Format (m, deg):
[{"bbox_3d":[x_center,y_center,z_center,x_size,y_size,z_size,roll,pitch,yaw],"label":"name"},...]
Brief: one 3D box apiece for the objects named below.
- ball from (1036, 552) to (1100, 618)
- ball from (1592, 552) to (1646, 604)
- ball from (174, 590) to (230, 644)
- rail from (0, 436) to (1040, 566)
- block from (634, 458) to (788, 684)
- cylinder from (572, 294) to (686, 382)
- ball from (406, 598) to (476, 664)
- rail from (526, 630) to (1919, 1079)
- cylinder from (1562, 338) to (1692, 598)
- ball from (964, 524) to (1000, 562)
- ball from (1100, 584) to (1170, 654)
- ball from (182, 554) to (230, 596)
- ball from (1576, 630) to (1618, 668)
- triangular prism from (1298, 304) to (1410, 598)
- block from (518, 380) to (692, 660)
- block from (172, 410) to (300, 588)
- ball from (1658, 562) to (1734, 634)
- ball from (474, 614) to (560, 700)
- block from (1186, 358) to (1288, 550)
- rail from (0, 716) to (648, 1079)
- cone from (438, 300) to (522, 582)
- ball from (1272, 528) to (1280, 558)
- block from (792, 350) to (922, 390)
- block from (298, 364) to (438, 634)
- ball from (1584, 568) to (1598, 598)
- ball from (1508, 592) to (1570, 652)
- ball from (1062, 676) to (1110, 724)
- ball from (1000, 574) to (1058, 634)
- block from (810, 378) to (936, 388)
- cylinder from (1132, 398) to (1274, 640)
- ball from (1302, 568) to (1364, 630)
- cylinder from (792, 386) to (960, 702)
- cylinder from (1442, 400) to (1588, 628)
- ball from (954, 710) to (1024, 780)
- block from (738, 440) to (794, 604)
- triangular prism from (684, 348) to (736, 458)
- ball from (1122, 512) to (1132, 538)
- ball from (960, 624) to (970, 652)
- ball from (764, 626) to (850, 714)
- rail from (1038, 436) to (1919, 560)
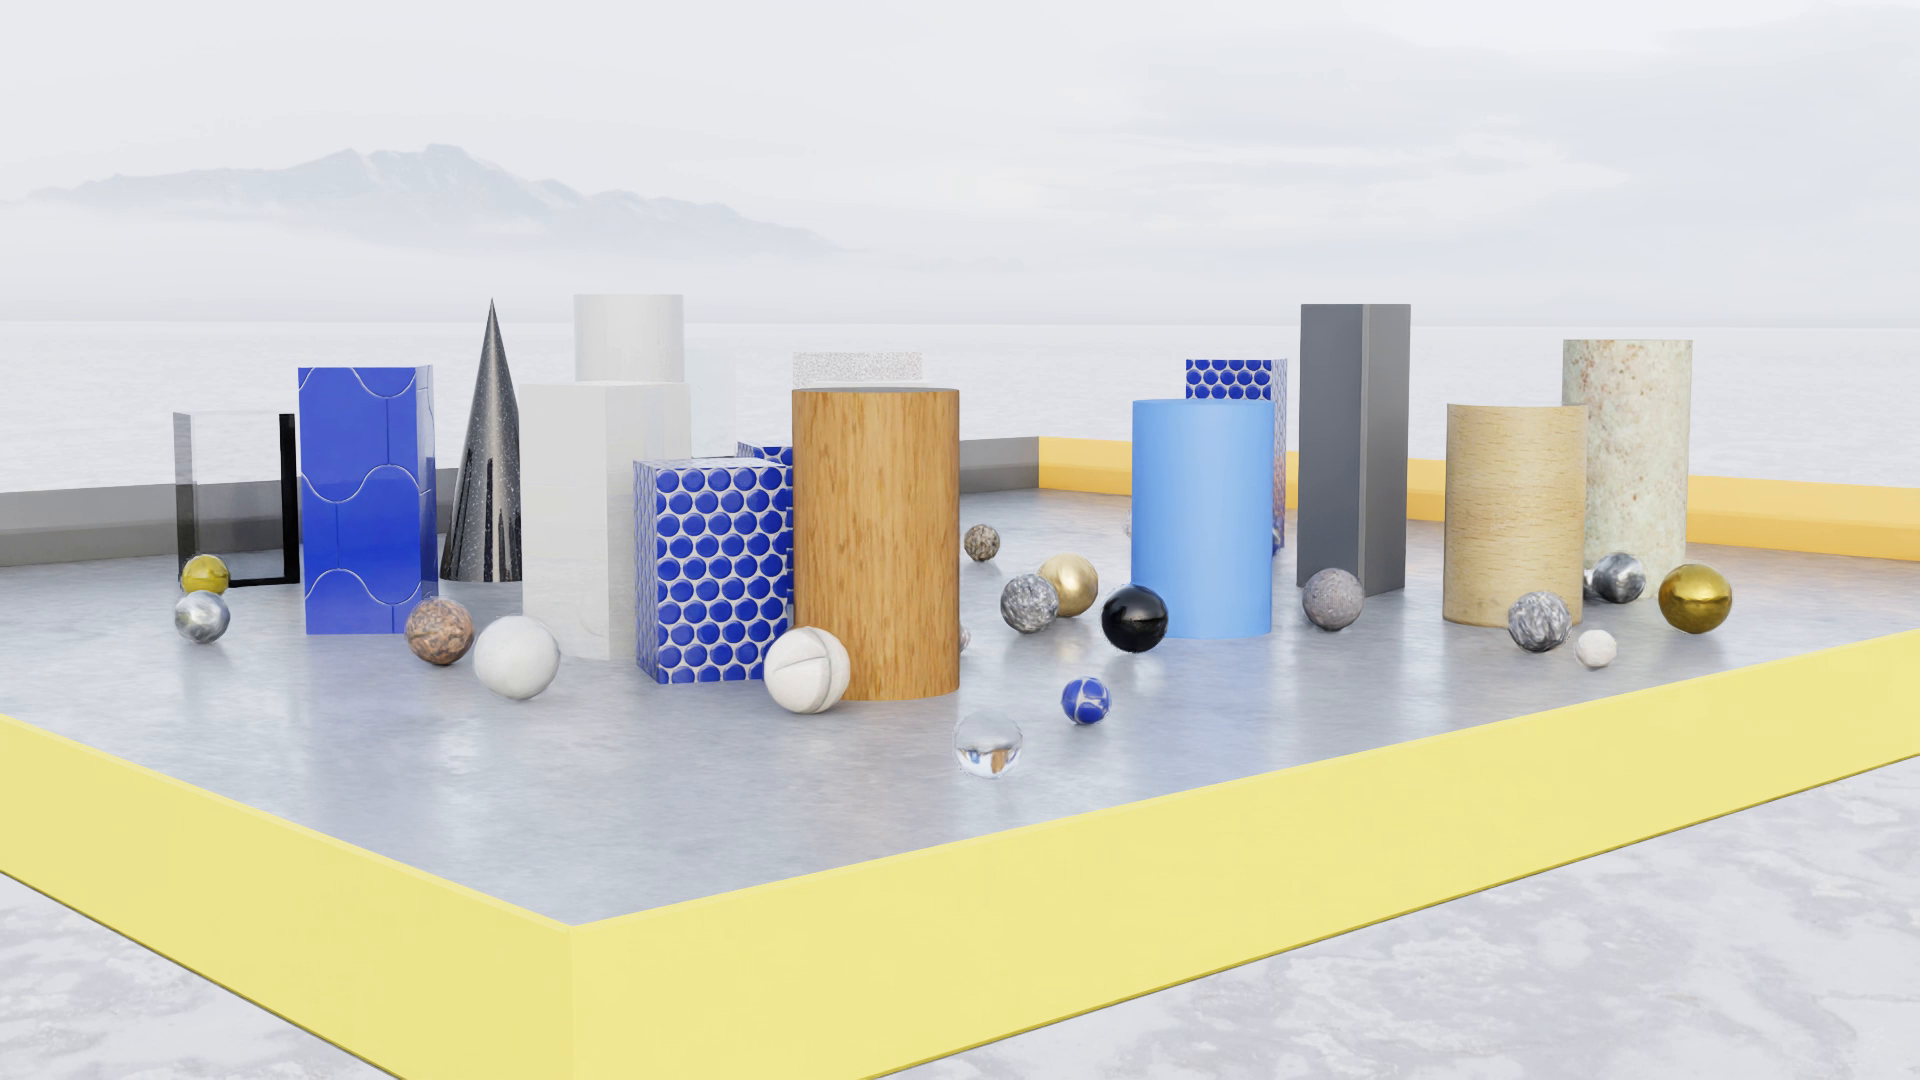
[{"bbox_3d":[0.155,0.066,3.194,0.094,0.094,0.094,0,6,0],"label":"ball"},{"bbox_3d":[1.003,0.058,3.344,0.079,0.079,0.079,0,6,0],"label":"ball"},{"bbox_3d":[-1.014,0.103,2.943,0.072,0.072,0.072,0,6,0],"label":"ball"},{"bbox_3d":[-0.995,-0.079,4.404,3.293,0.128,0.045,-5,8,-42],"label":"rail"},{"bbox_3d":[-0.309,0.034,2.710,0.157,0.258,0.157,-2,6,-18],"label":"block"},{"bbox_3d":[-0.591,-0.204,3.950,0.196,0.472,0.196,0,6,0],"label":"cylinder"},{"bbox_3d":[-0.653,0.115,2.767,0.084,0.084,0.084,0,6,0],"label":"ball"},{"bbox_3d":[0.995,0.145,2.259,3.293,0.128,0.045,-5,8,-42],"label":"rail"},{"bbox_3d":[1.053,-0.118,3.490,0.196,0.398,0.196,0,6,0],"label":"cylinder"},{"bbox_3d":[0.039,0.005,3.911,0.066,0.066,0.066,0,6,0],"label":"ball"},{"bbox_3d":[0.228,0.103,2.863,0.089,0.089,0.089,0,6,0],"label":"ball"},{"bbox_3d":[-1.159,0.058,3.380,0.071,0.071,0.071,0,6,0],"label":"ball"},{"bbox_3d":[0.792,0.136,2.737,0.050,0.050,0.050,0,6,0],"label":"ball"},{"bbox_3d":[0.607,-0.147,3.495,0.147,0.454,0.170,4,7,34],"label":"triangular prism"},{"bbox_3d":[-0.464,-0.031,2.891,0.157,0.349,0.157,4,7,36],"label":"block"},{"bbox_3d":[-1.187,-0.070,3.607,0.157,0.278,0.157,-4,7,-32],"label":"block"},{"bbox_3d":[1.015,0.080,3.035,0.098,0.098,0.098,0,6,0],"label":"ball"},{"bbox_3d":[-0.507,0.135,2.517,0.097,0.097,0.097,0,6,0],"label":"ball"},{"bbox_3d":[0.512,-0.158,4.079,0.157,0.355,0.157,2,6,19],"label":"block"},{"bbox_3d":[-1.193,0.148,2.237,0.045,0.128,2.982,-5,8,-42],"label":"rail"},{"bbox_3d":[-0.778,-0.174,3.682,0.196,0.468,0.196,0,6,0],"label":"cone"},{"bbox_3d":[0.536,0.004,3.909,0.067,0.067,0.067,0,6,0],"label":"ball"},{"bbox_3d":[-0.176,-0.138,3.798,0.157,0.373,0.157,6,8,44],"label":"block"},{"bbox_3d":[-0.828,-0.061,3.091,0.157,0.367,0.157,-1,6,-5],"label":"block"},{"bbox_3d":[0.976,0.066,3.415,0.047,0.047,0.047,0,6,0],"label":"ball"},{"bbox_3d":[0.755,0.107,2.869,0.080,0.080,0.080,0,6,0],"label":"ball"},{"bbox_3d":[0.135,0.173,2.369,0.053,0.053,0.053,0,6,0],"label":"ball"},{"bbox_3d":[0.095,0.088,3.040,0.082,0.082,0.082,0,6,0],"label":"ball"},{"bbox_3d":[-0.116,-0.043,3.011,0.157,0.349,0.157,0,6,2],"label":"block"},{"bbox_3d":[0.338,-0.034,3.066,0.196,0.318,0.196,0,6,0],"label":"cylinder"},{"bbox_3d":[0.520,0.083,3.067,0.086,0.086,0.086,0,6,0],"label":"ball"},{"bbox_3d":[-0.099,-0.001,2.592,0.196,0.352,0.196,0,6,0],"label":"cylinder"},{"bbox_3d":[0.796,-0.040,3.158,0.196,0.311,0.196,0,6,0],"label":"cylinder"},{"bbox_3d":[0.027,0.194,2.095,0.066,0.066,0.066,0,6,0],"label":"ball"},{"bbox_3d":[-0.253,-0.030,3.408,0.157,0.240,0.157,-2,6,-15],"label":"block"},{"bbox_3d":[-0.538,-0.198,4.393,0.170,0.369,0.147,-1,6,-10],"label":"triangular prism"},{"bbox_3d":[0.345,-0.029,4.266,0.060,0.060,0.060,0,6,0],"label":"ball"},{"bbox_3d":[-0.007,0.127,2.866,0.040,0.040,0.040,0,6,0],"label":"ball"},{"bbox_3d":[-0.169,0.144,2.434,0.096,0.096,0.096,0,6,0],"label":"ball"},{"bbox_3d":[1.193,-0.081,4.426,0.045,0.128,2.982,-5,8,-42],"label":"rail"}]
